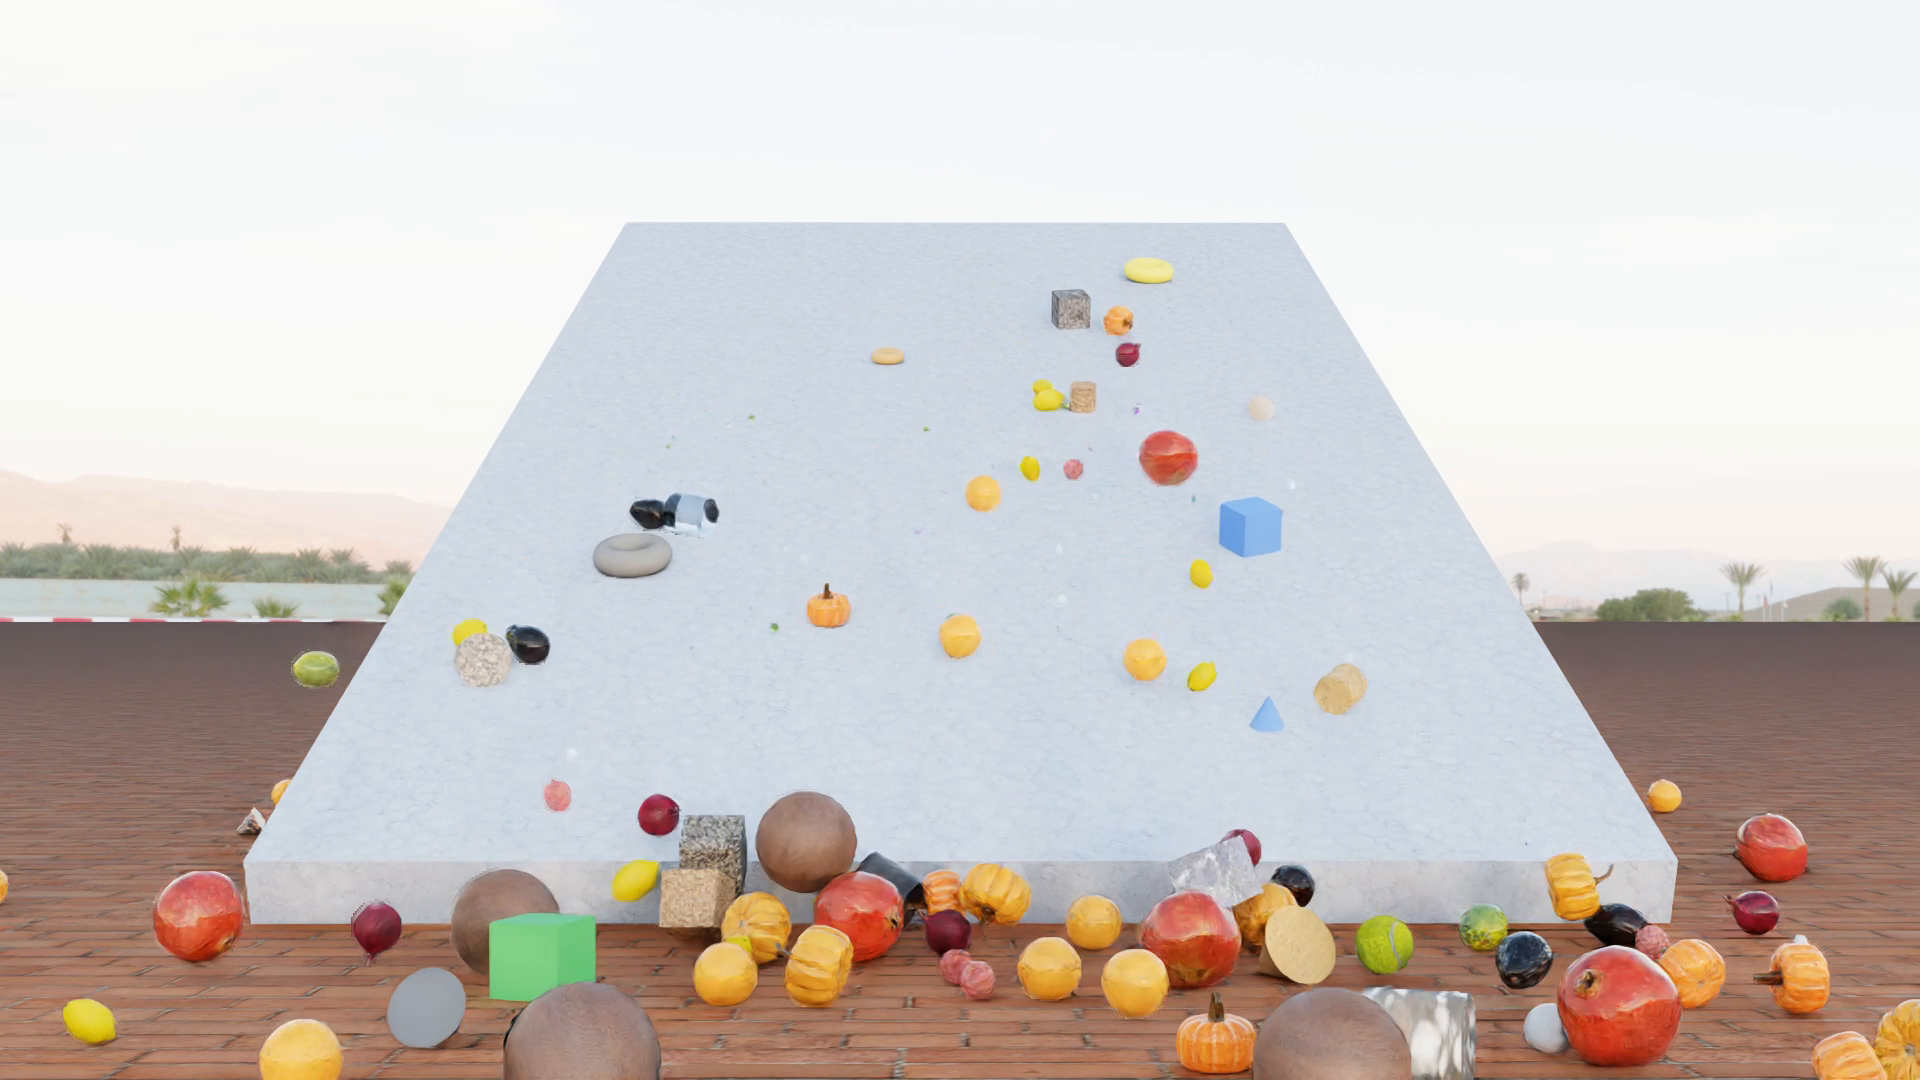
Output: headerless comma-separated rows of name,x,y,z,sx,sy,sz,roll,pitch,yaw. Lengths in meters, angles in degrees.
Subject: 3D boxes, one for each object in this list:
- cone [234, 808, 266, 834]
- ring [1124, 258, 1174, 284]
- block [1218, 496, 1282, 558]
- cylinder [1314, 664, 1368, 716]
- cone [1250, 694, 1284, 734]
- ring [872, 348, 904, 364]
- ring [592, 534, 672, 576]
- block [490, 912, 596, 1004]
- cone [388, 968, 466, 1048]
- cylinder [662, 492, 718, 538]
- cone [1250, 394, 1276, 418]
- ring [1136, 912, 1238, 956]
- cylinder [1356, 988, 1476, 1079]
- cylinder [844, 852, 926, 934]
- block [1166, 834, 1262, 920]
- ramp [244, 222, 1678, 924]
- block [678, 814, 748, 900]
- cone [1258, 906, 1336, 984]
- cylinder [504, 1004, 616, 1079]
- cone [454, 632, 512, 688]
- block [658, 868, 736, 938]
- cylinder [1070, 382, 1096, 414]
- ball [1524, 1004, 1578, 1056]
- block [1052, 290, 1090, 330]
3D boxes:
cone,-1.416,0.571,4.522,0.058,0.058,0.058,-27,0,-5
ring,0.519,-0.740,6.256,0.138,0.046,0.138,3,23,-1
block,0.549,-0.024,4.306,0.084,0.084,0.084,-11,23,-26
cylinder,0.608,0.238,3.639,0.064,0.064,0.064,-1,17,33
cone,0.484,0.268,3.575,0.054,0.054,0.054,0,21,0
ring,-0.174,-0.444,5.495,0.081,0.027,0.081,-1,22,0
ring,-0.607,0.028,4.214,0.146,0.049,0.146,-1,21,0
block,-0.476,0.477,2.605,0.087,0.087,0.087,-1,-2,20
cone,-0.532,0.493,2.339,0.083,0.083,0.083,0,-29,12
cylinder,-0.517,-0.048,4.374,0.077,0.077,0.077,10,2,25
cone,0.674,-0.290,5.092,0.058,0.058,0.058,0,-15,3
ring,0.295,0.510,2.952,0.134,0.045,0.134,1,-2,0
cylinder,0.415,0.456,2.070,0.093,0.093,0.093,-1,-2,21
cylinder,-0.098,0.463,2.993,0.077,0.077,0.077,30,9,20
block,0.328,0.436,2.937,0.078,0.078,0.078,-25,-10,30
ramp,-0.005,-0.212,5.062,2.000,0.100,4.000,0,21,0
block,-0.336,0.433,3.109,0.082,0.082,0.082,0,27,0
cone,0.384,0.503,2.740,0.098,0.098,0.098,1,-29,-28
cylinder,-0.369,0.468,2.096,0.072,0.072,0.072,-2,-3,37
cone,-0.786,0.202,3.762,0.092,0.092,0.092,0,-6,-9
block,-0.346,0.481,3.009,0.076,0.076,0.076,-4,-21,13
cylinder,0.277,-0.321,5.125,0.059,0.059,0.059,0,21,0
ball,0.584,0.484,2.251,0.051,0.051,0.051,0,-2,0
block,0.282,-0.587,5.798,0.082,0.082,0.082,-4,21,-10
